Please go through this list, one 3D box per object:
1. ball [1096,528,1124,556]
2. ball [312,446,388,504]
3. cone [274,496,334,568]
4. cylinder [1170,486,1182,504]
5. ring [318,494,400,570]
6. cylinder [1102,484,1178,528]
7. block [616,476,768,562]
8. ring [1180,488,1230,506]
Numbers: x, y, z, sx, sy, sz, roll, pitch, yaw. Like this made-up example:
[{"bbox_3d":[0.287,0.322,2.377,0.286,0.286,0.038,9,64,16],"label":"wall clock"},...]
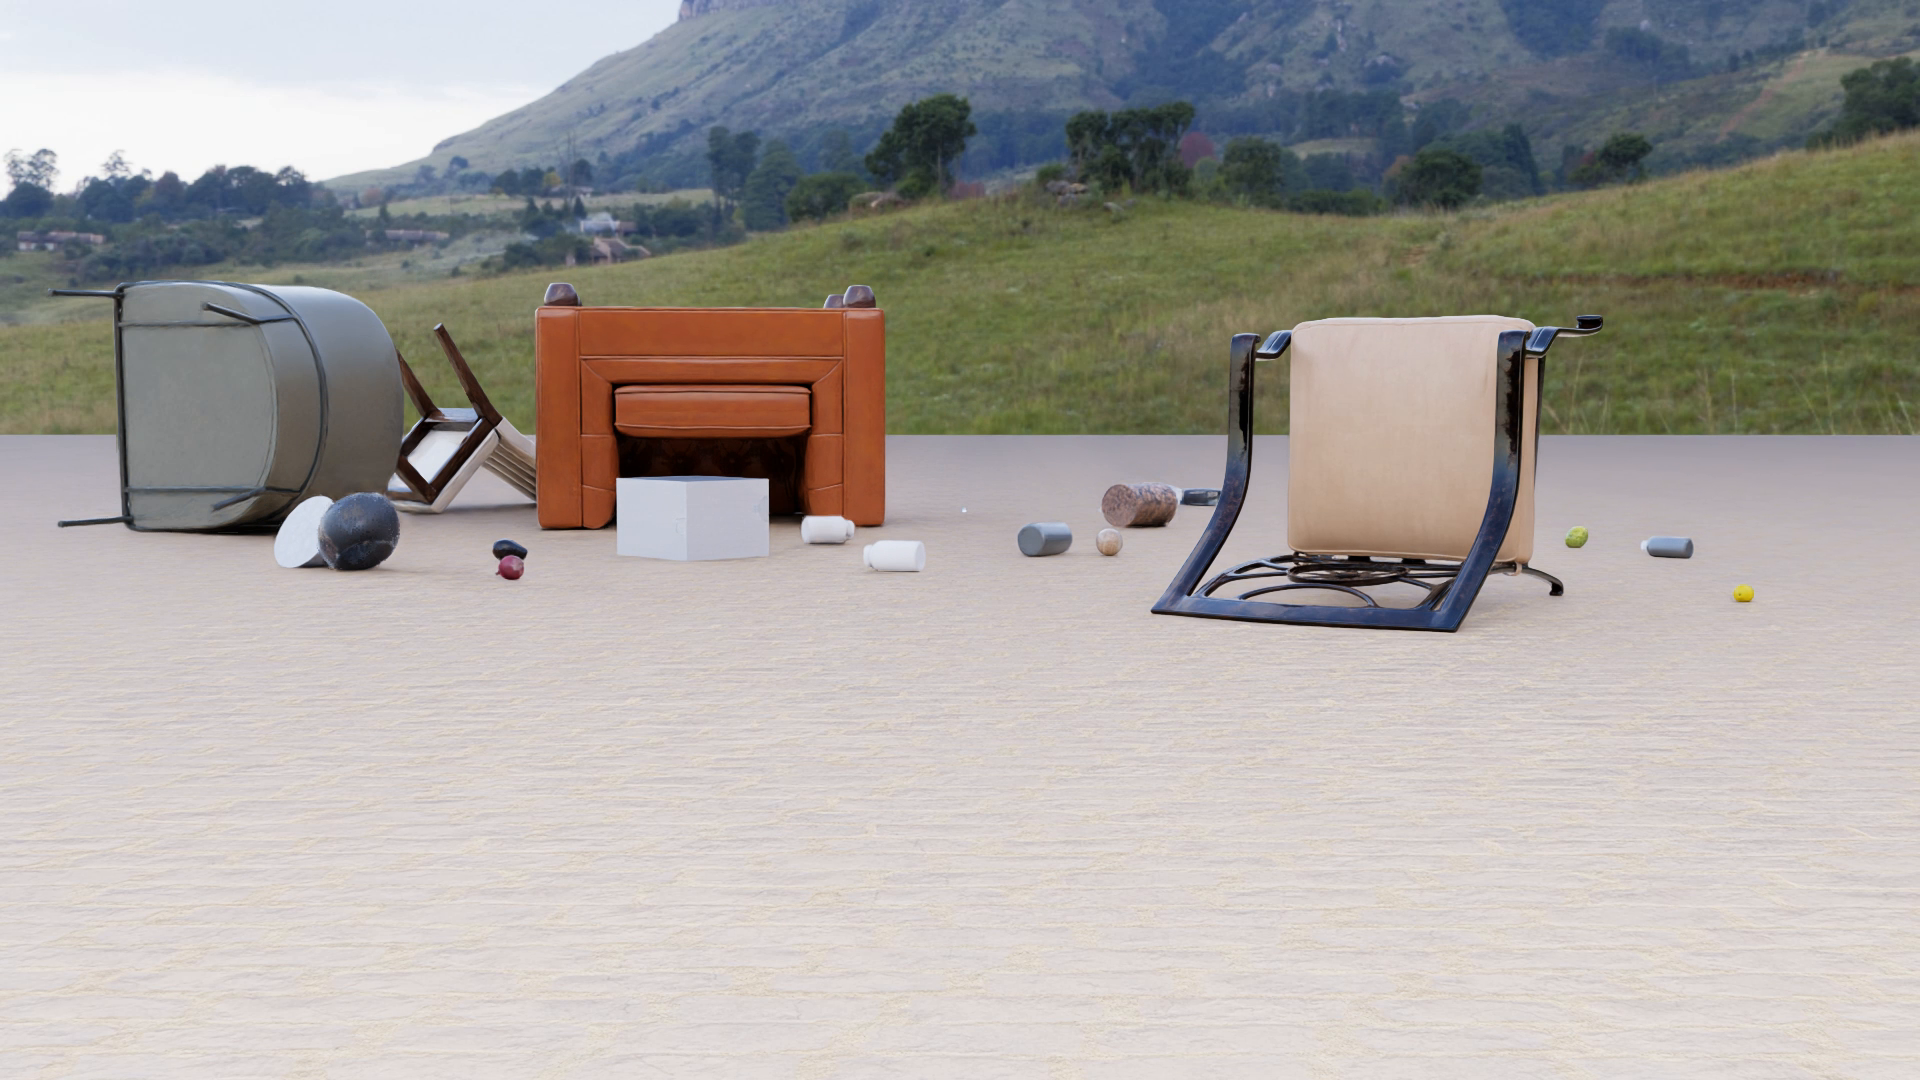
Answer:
[{"bbox_3d":[0.402,0.006,5.920,0.074,0.074,0.074,0,4,0],"label":"ball"},{"bbox_3d":[-2.106,-0.197,7.595,0.250,0.250,0.250,0,4,0],"label":"ball"},{"bbox_3d":[-1.596,0.018,5.627,0.216,0.186,0.211,-34,-37,17],"label":"cone"},{"bbox_3d":[0.713,-0.156,8.096,0.145,0.094,0.201,-18,9,-16],"label":"cylinder"},{"bbox_3d":[-1.480,-0.019,5.414,0.186,0.127,0.244,3,-30,-38],"label":"ring"},{"bbox_3d":[0.587,-0.114,7.188,0.178,0.139,0.170,-3,-2,-38],"label":"cylinder"},{"bbox_3d":[-0.723,-0.063,5.947,0.270,0.207,0.323,-4,5,-42],"label":"block"},{"bbox_3d":[0.924,-0.167,8.531,0.270,0.062,0.144,2,6,35],"label":"ring"}]
